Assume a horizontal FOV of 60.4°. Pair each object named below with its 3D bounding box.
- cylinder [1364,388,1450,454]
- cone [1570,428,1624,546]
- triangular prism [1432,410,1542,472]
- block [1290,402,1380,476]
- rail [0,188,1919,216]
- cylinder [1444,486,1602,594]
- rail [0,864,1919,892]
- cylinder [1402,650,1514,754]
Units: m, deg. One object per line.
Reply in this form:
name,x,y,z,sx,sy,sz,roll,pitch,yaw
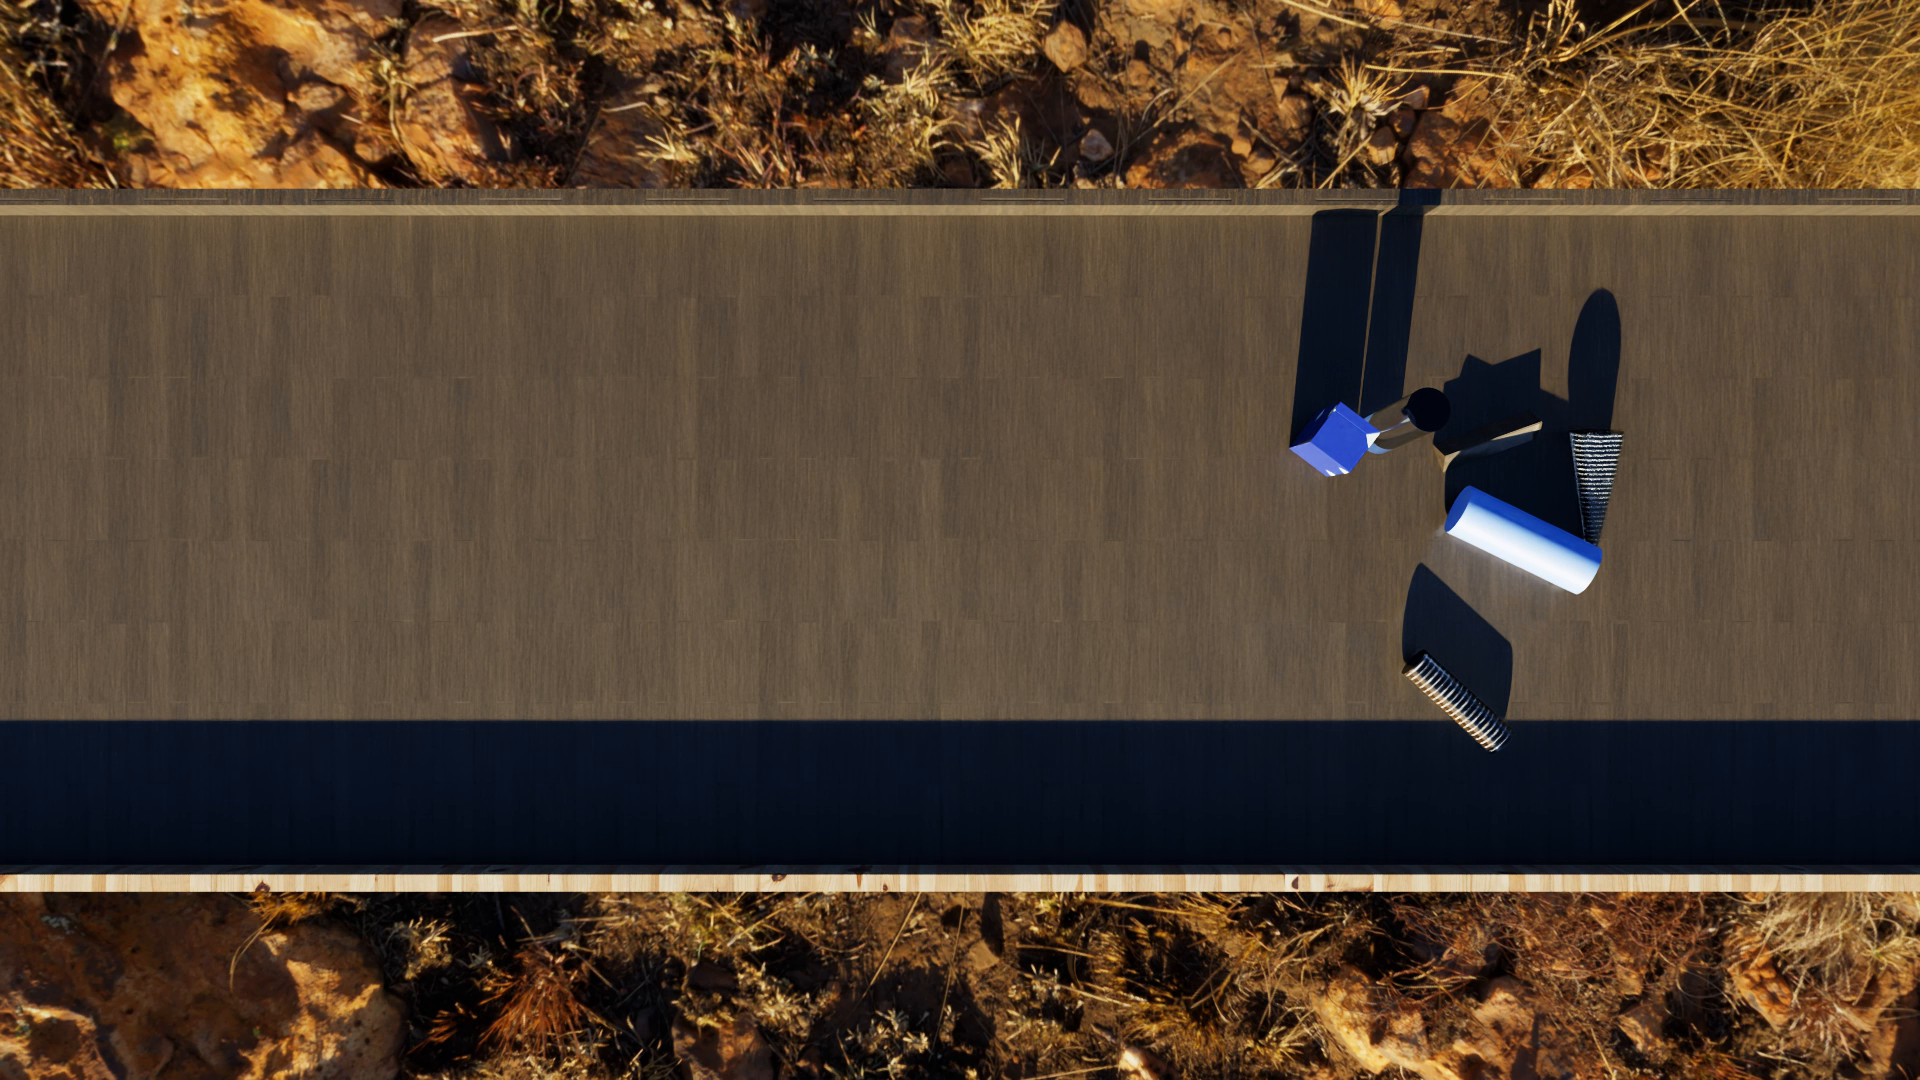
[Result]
cylinder,1.298,-0.346,4.842,0.126,0.458,0.126,0,85,-3
cone,1.935,-0.103,5.038,0.156,0.156,0.459,-1,100,0
triangular prism,1.617,-0.304,5.036,0.313,0.077,0.089,-20,90,0
block,1.115,-0.297,4.923,0.146,0.307,0.146,37,90,0
rail,-2.247,-1.025,5.002,12.000,0.150,0.050,0,90,0
cylinder,1.705,-0.001,4.998,0.434,0.158,0.158,26,90,0
rail,-2.247,1.025,5.001,12.000,0.150,0.050,0,90,0
cylinder,1.516,0.492,5.026,0.361,0.100,0.100,42,90,0
